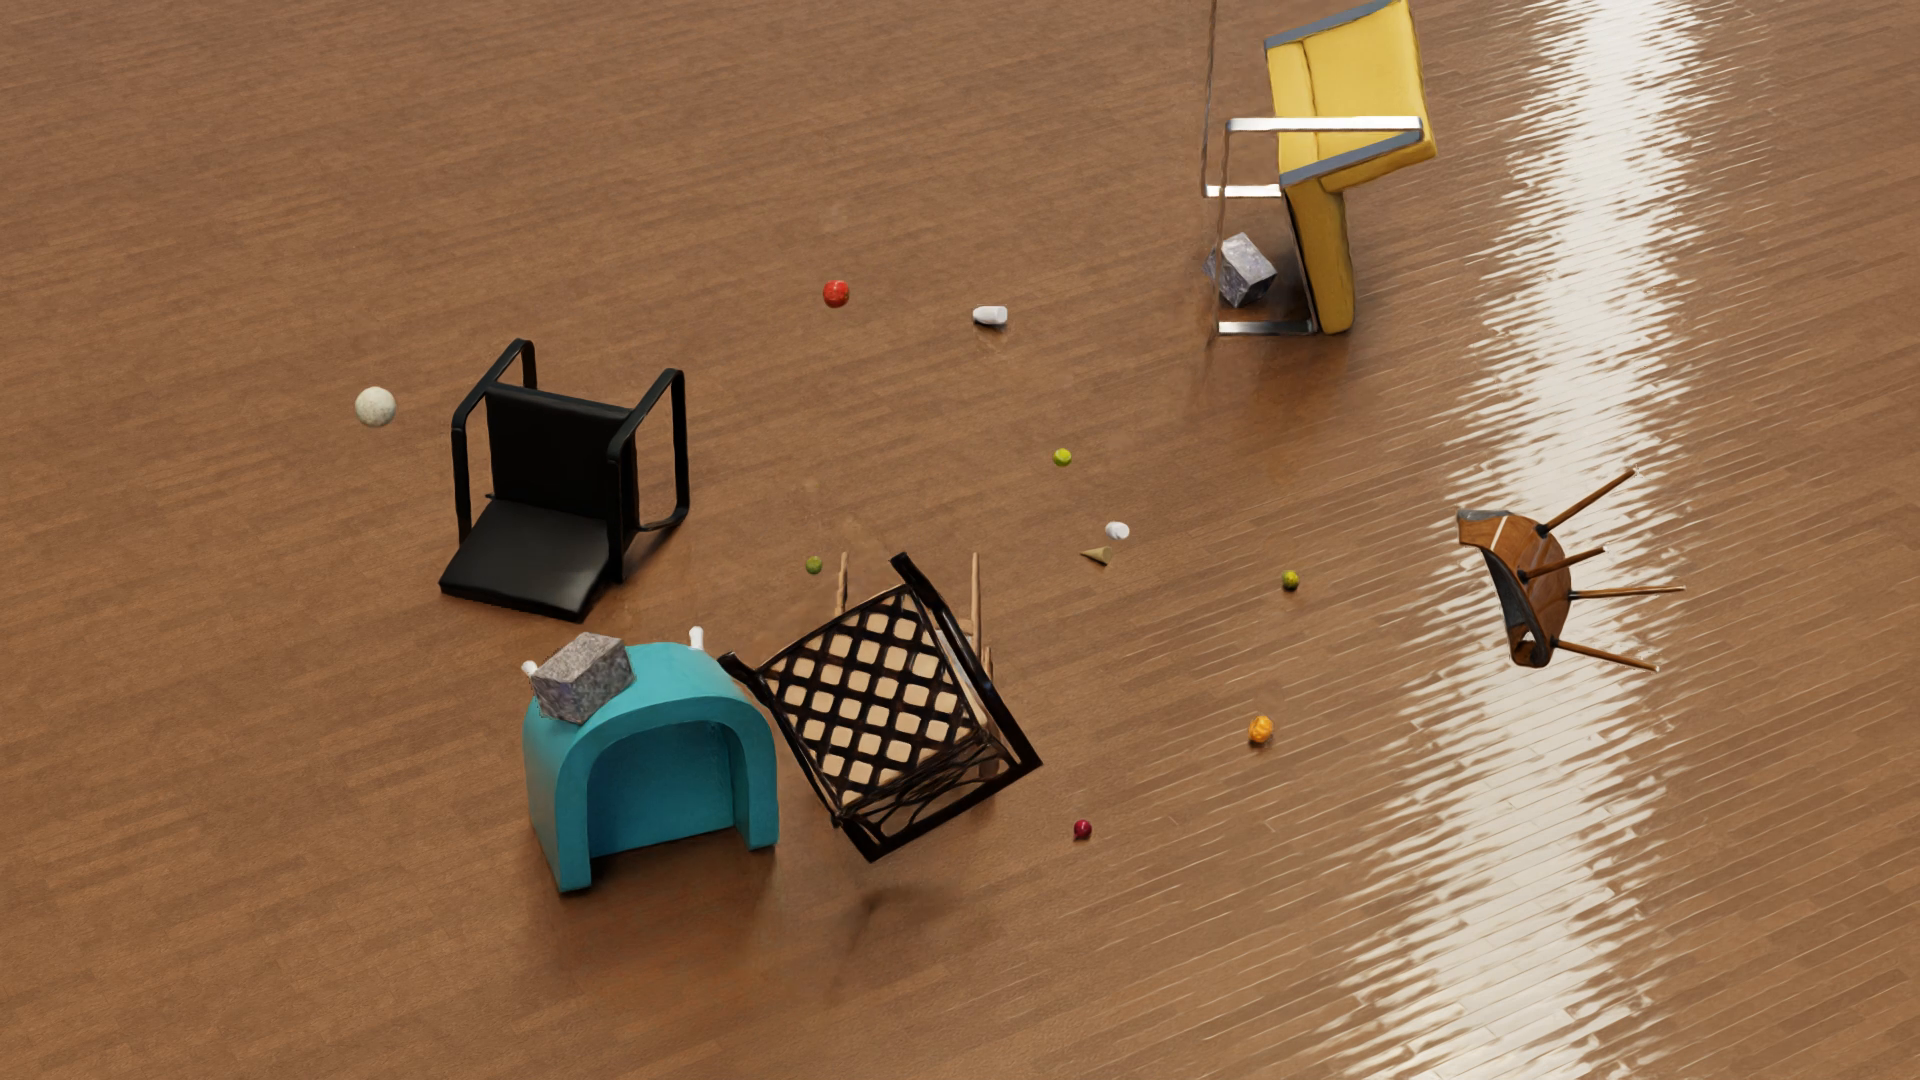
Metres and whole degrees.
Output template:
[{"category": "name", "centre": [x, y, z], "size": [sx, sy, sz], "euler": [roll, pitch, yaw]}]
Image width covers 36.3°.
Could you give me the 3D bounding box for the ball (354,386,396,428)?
[{"category": "ball", "centre": [-2.177, -0.495, 10.922], "size": [0.153, 0.153, 0.153], "euler": [0, 33, 0]}]

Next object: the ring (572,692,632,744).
[{"category": "ring", "centre": [-1.207, 0.582, 9.861], "size": [0.198, 0.221, 0.161], "euler": [26, 59, 8]}]

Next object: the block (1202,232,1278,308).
[{"category": "block", "centre": [1.187, -1.145, 12.451], "size": [0.173, 0.161, 0.239], "euler": [-27, 69, -34]}]

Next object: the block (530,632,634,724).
[{"category": "block", "centre": [-1.152, 0.420, 8.952], "size": [0.162, 0.146, 0.255], "euler": [9, 35, 36]}]
